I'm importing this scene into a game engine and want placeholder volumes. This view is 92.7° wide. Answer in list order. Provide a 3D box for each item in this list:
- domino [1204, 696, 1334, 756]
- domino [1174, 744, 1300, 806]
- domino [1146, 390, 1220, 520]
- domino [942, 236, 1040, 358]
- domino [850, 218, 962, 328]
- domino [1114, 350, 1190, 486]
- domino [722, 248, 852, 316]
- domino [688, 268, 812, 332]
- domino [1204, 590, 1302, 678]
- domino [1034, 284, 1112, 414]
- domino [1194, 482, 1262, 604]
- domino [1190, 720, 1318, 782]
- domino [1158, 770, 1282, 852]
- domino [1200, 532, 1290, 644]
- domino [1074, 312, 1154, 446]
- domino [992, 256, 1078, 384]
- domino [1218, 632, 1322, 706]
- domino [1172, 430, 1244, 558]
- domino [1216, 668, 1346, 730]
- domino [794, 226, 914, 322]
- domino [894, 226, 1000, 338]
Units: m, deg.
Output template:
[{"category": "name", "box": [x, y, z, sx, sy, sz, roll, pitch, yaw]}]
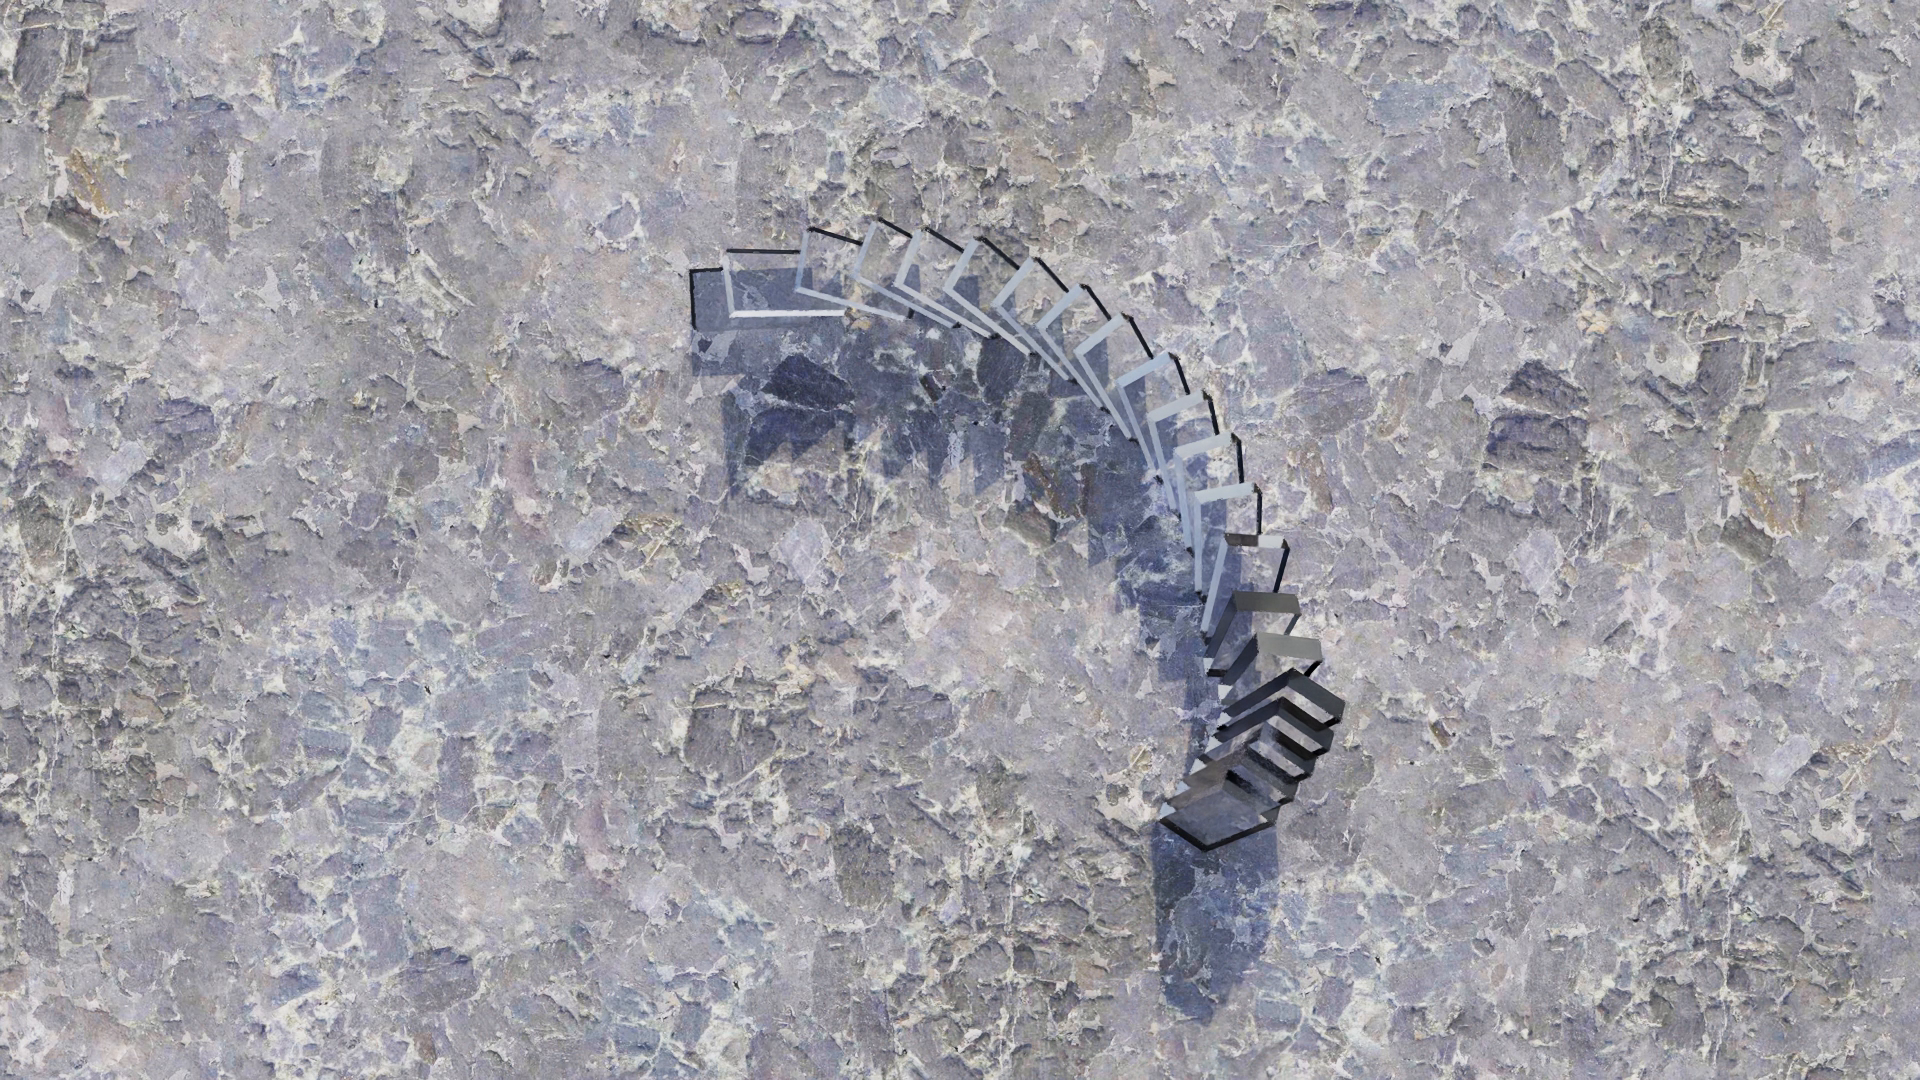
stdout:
[{"category": "domino", "box": [0.126, 0.084, 0.377, 0.025, 0.050, 0.009, 35, 54, -1]}, {"category": "domino", "box": [0.113, 0.103, 0.377, 0.025, 0.050, 0.010, 34, 54, 0]}, {"category": "domino", "box": [0.096, -0.035, 0.382, 0.025, 0.009, 0.050, -24, 123, -1]}, {"category": "domino", "box": [0.019, -0.101, 0.383, 0.050, 0.010, 0.025, 31, 88, -31]}, {"category": "domino", "box": [-0.018, -0.111, 0.385, 0.050, 0.009, 0.025, 21, 90, -27]}, {"category": "domino", "box": [0.086, -0.050, 0.384, 0.025, 0.010, 0.050, -29, 120, 0]}, {"category": "domino", "box": [-0.072, -0.107, 0.382, 0.050, 0.010, 0.025, -8, 92, -27]}, {"category": "domino", "box": [-0.090, -0.104, 0.395, 0.050, 0.010, 0.025, -3, 90, 0]}, {"category": "domino", "box": [0.119, 0.040, 0.378, 0.025, 0.050, 0.009, 3, 51, 0]}, {"category": "domino", "box": [0.056, -0.079, 0.383, 0.025, 0.010, 0.050, -44, 120, 0]}, {"category": "domino", "box": [0.112, 0.002, 0.383, 0.025, 0.009, 0.050, -10, 122, 0]}, {"category": "domino", "box": [0.119, 0.093, 0.377, 0.025, 0.050, 0.009, 34, 54, 0]}, {"category": "domino", "box": [0.105, 0.112, 0.377, 0.025, 0.050, 0.009, 34, 54, 0]}, {"category": "domino", "box": [0.118, 0.022, 0.383, 0.025, 0.010, 0.050, 3, 122, 0]}, {"category": "domino", "box": [0.071, -0.067, 0.383, 0.025, 0.010, 0.050, -39, 120, -1]}, {"category": "domino", "box": [0.039, -0.091, 0.383, 0.050, 0.010, 0.025, 39, 89, -30]}, {"category": "domino", "box": [0.126, 0.055, 0.377, 0.025, 0.050, 0.010, 7, 57, 0]}, {"category": "domino", "box": [0.105, -0.018, 0.382, 0.025, 0.010, 0.050, -17, 122, -2]}, {"category": "domino", "box": [0.131, 0.072, 0.377, 0.025, 0.050, 0.010, 33, 54, 0]}, {"category": "domino", "box": [-0.042, -0.111, 0.385, 0.050, 0.010, 0.025, 10, 90, -26]}, {"category": "domino", "box": [0.000, -0.106, 0.382, 0.050, 0.010, 0.025, 22, 90, -31]}]
